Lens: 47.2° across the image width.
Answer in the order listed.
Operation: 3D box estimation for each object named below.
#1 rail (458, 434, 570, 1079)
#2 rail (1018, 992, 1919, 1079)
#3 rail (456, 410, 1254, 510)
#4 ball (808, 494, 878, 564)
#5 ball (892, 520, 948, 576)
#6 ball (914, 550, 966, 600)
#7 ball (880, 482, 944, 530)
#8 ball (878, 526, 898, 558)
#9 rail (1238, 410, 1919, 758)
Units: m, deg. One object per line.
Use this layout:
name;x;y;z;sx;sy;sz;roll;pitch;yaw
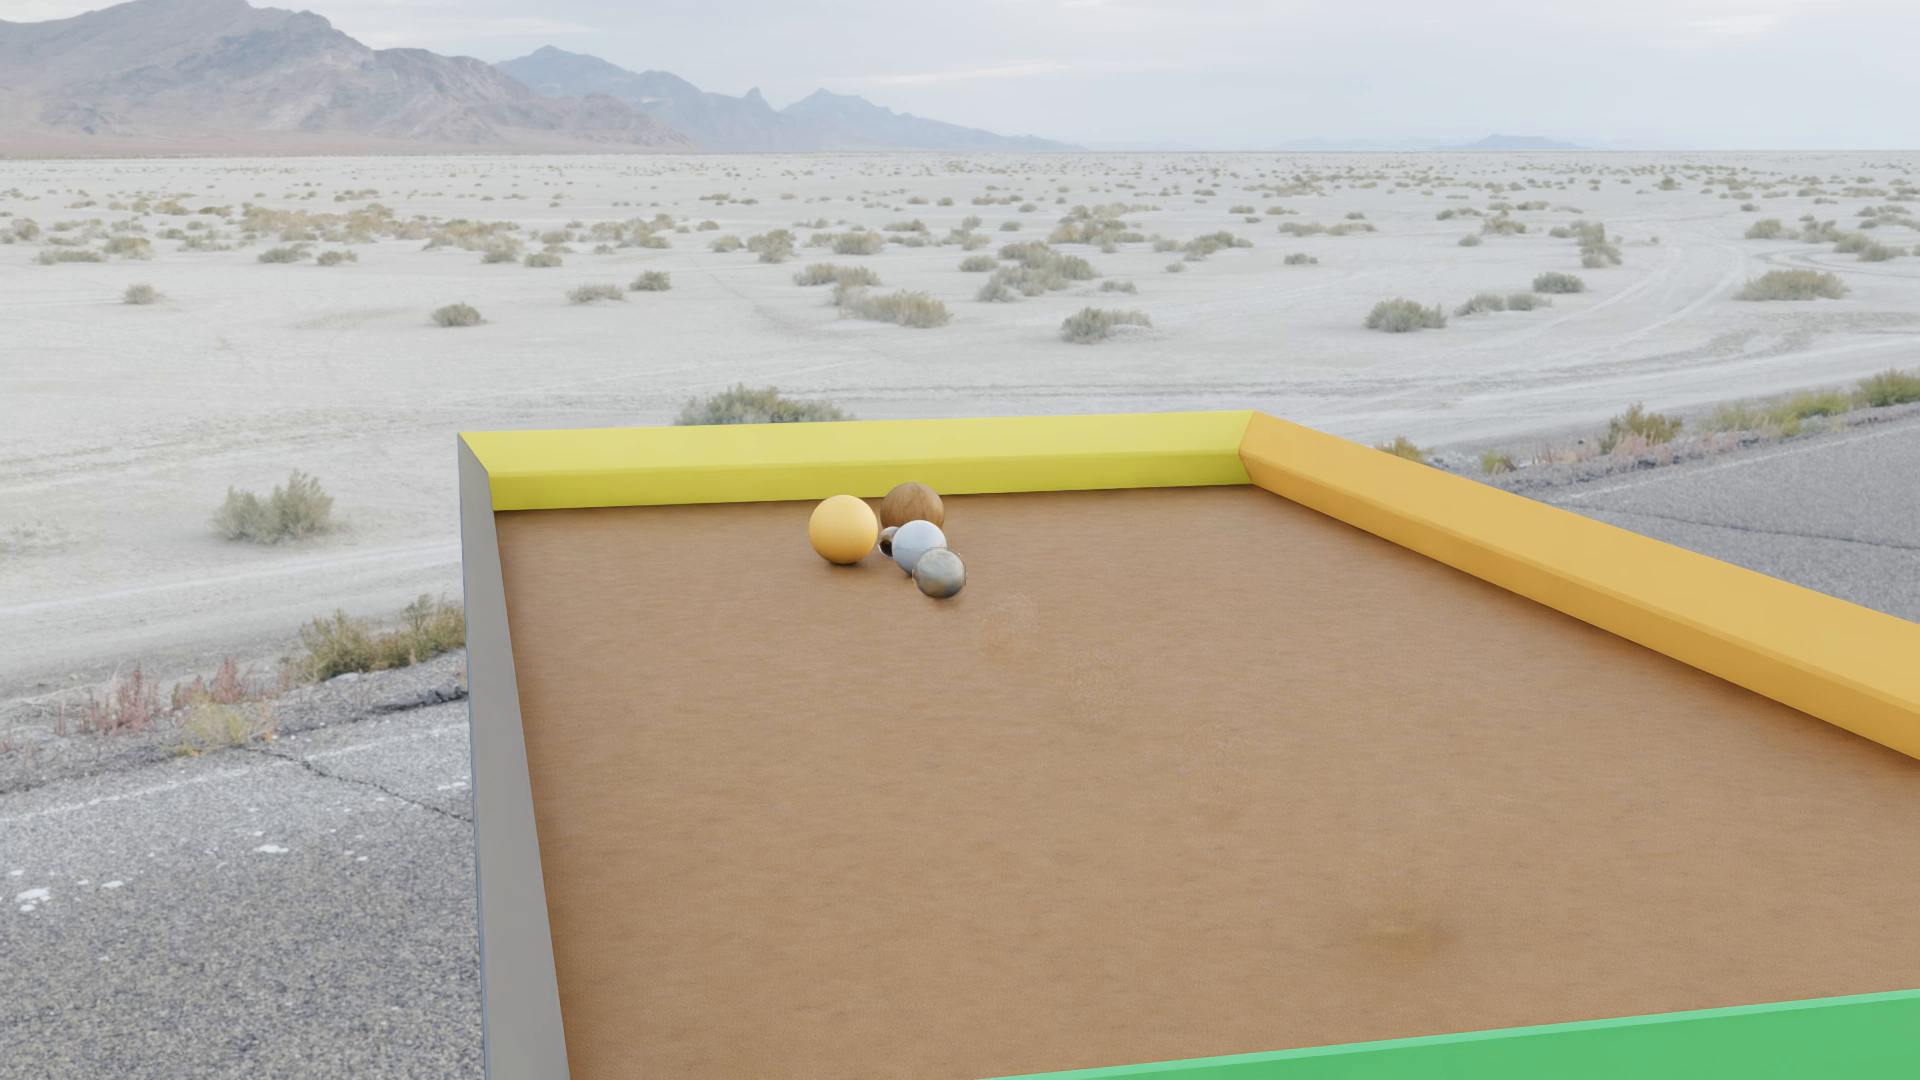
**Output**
rail;-0.491;0.113;2.293;0.045;0.127;2.619;-2;10;-13
rail;0.437;0.306;1.204;1.357;0.127;0.045;-2;10;-13
rail;-0.142;-0.132;3.672;1.357;0.127;0.045;-2;10;-13
ball;-0.165;-0.015;3.100;0.098;0.098;0.098;0;10;0
ball;-0.056;0.011;3.017;0.076;0.076;0.076;0;10;0
ball;-0.026;0.045;2.855;0.066;0.066;0.066;0;10;0
ball;-0.070;-0.038;3.235;0.095;0.095;0.095;0;10;0
ball;-0.095;0.003;3.147;0.046;0.046;0.046;0;10;0
rail;0.785;0.061;2.583;0.045;0.127;2.619;-2;10;-13
